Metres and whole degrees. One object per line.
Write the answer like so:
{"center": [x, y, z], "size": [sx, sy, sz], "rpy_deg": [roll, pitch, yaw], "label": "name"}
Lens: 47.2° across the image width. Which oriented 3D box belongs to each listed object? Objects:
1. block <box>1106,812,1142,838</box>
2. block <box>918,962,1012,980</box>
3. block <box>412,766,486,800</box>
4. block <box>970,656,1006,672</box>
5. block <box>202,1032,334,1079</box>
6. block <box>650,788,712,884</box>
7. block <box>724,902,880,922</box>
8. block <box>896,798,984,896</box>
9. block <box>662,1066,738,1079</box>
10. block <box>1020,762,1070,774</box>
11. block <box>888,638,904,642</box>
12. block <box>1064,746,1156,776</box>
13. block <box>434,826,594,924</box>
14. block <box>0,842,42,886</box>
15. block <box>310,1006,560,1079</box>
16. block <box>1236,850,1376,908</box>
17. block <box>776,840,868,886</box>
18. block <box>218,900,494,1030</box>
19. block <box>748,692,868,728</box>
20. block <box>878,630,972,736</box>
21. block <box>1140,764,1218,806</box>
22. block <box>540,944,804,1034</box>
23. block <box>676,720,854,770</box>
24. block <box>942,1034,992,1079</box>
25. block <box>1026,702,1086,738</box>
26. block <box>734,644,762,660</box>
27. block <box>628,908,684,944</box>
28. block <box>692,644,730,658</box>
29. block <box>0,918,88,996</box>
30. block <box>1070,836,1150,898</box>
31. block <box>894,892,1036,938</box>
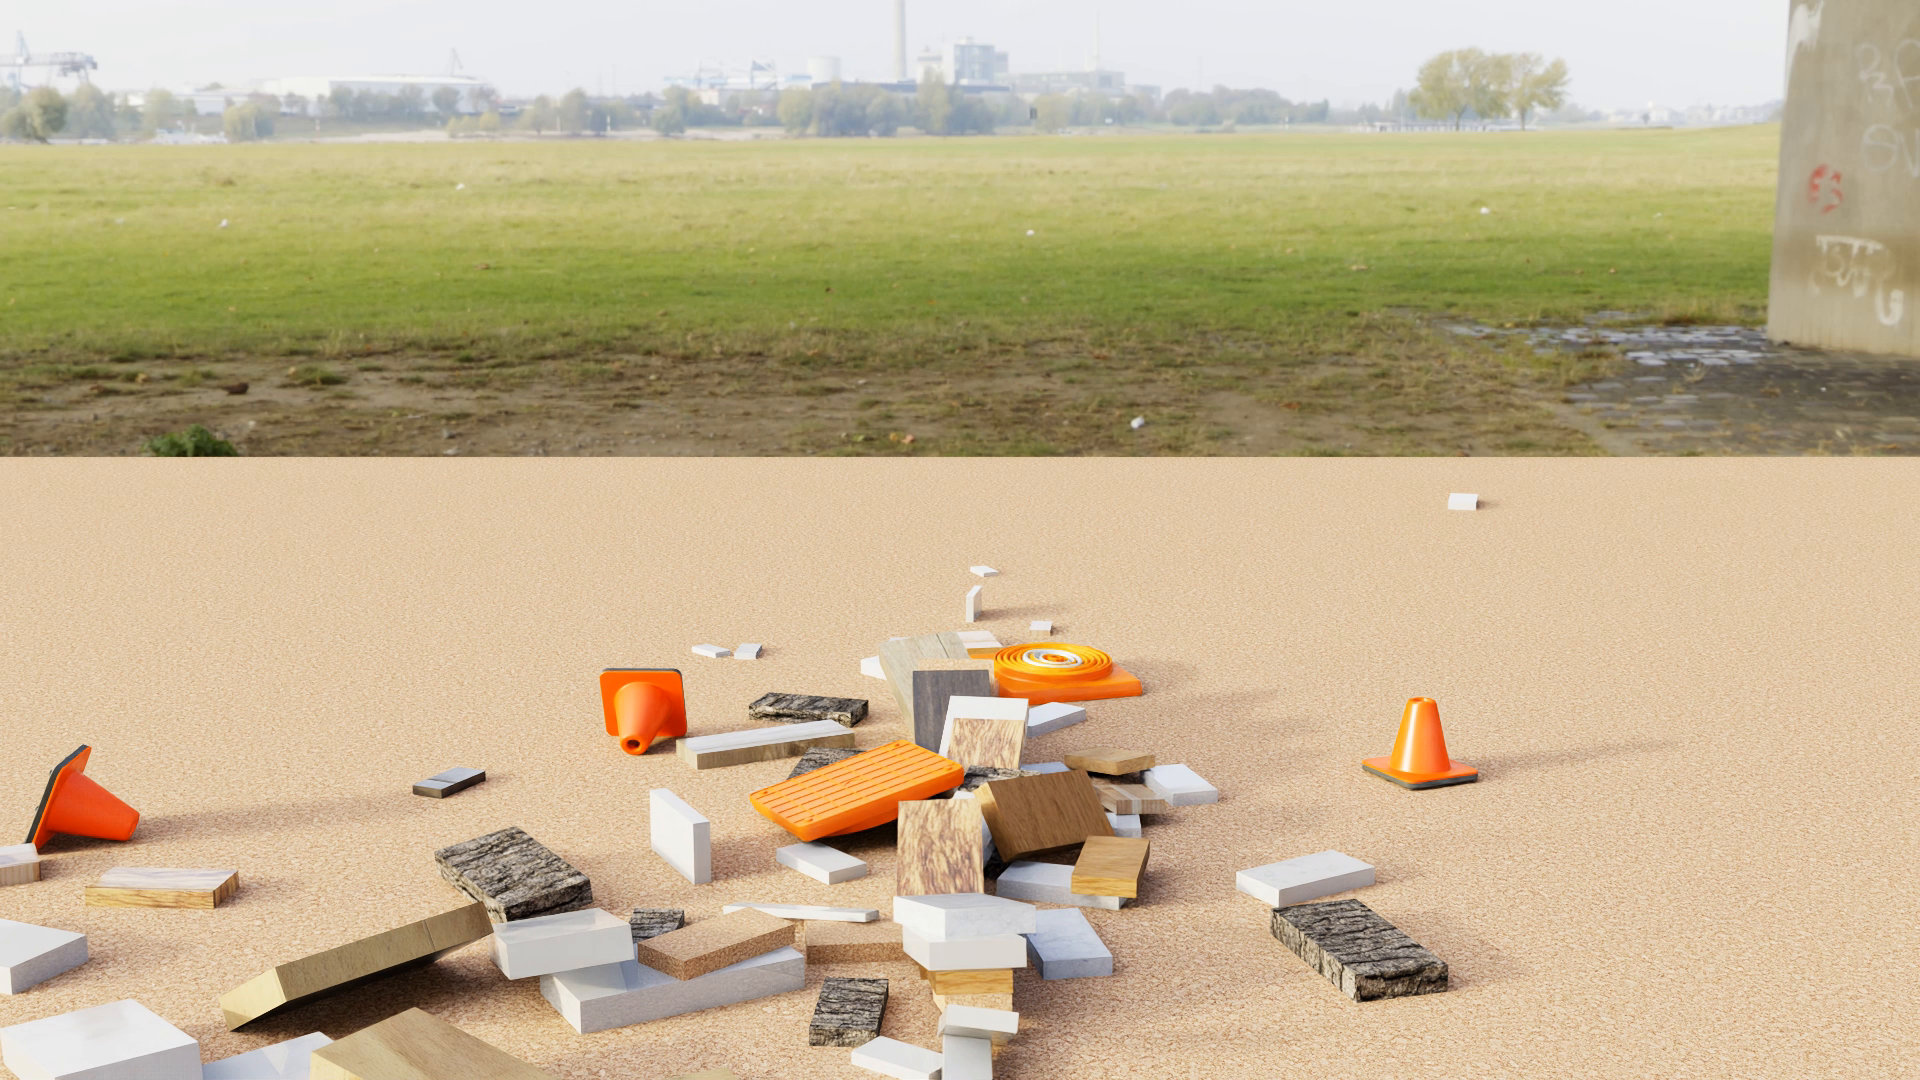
{"center": [0.234, 0.519, 3.979], "size": [0.182, 0.026, 0.091], "rpy_deg": [0, 11, 2], "label": "block"}
{"center": [0.007, 0.643, 3.333], "size": [0.137, 0.019, 0.068], "rpy_deg": [-1, 11, -4], "label": "block"}
{"center": [-0.989, 0.470, 4.262], "size": [0.068, 0.019, 0.137], "rpy_deg": [5, 12, 25], "label": "block"}
{"center": [0.054, 0.295, 5.220], "size": [0.103, 0.015, 0.051], "rpy_deg": [9, 14, 41], "label": "block"}
{"center": [-0.941, 0.724, 2.810], "size": [0.349, 0.049, 0.175], "rpy_deg": [-9, 14, -41], "label": "block"}
{"center": [-0.484, 0.511, 3.802], "size": [0.030, 0.108, 0.215], "rpy_deg": [-5, 12, -27], "label": "block"}
{"center": [-0.255, 0.594, 3.512], "size": [0.262, 0.013, 0.046], "rpy_deg": [-2, -1, 27], "label": "block"}
{"center": [-0.032, 0.523, 3.608], "size": [0.139, 0.039, 0.278], "rpy_deg": [-3, 29, 1], "label": "block"}
{"center": [-0.357, 0.725, 2.891], "size": [0.130, 0.018, 0.065], "rpy_deg": [-5, 12, -25], "label": "block"}
{"center": [0.182, 0.469, 4.250], "size": [0.091, 0.026, 0.182], "rpy_deg": [-3, 11, -17], "label": "block"}
{"center": [-0.134, 0.269, 5.328], "size": [0.089, 0.025, 0.178], "rpy_deg": [1, 11, 5], "label": "block"}
{"center": [0.294, 0.436, 4.343], "size": [0.091, 0.026, 0.182], "rpy_deg": [-8, 4, -31], "label": "block"}
{"center": [-0.743, 0.558, 3.645], "size": [0.149, 0.042, 0.298], "rpy_deg": [-16, 19, -32], "label": "block"}
{"center": [-1.702, 0.564, 3.721], "size": [0.263, 0.033, 0.117], "rpy_deg": [-5, 12, -27], "label": "block"}
{"center": [-0.621, 0.705, 2.769], "size": [0.379, 0.049, 0.174], "rpy_deg": [16, 17, 31], "label": "block"}
{"center": [0.582, 0.569, 3.702], "size": [0.213, 0.030, 0.107], "rpy_deg": [-7, 12, -32], "label": "block"}
{"center": [-0.239, 0.555, 3.793], "size": [0.079, 0.022, 0.158], "rpy_deg": [-8, 13, -38], "label": "block"}
{"center": [-0.870, 0.615, 3.184], "size": [0.175, 0.049, 0.349], "rpy_deg": [-30, -12, 41], "label": "block"}
{"center": [-0.328, 0.368, 4.771], "size": [0.233, 0.033, 0.117], "rpy_deg": [3, 11, 17], "label": "block"}
{"center": [-0.047, 0.301, 4.526], "size": [0.171, 0.048, 0.341], "rpy_deg": [-9, 28, -12], "label": "block"}
{"center": [0.420, 0.472, 4.236], "size": [0.091, 0.026, 0.182], "rpy_deg": [-3, 11, -16], "label": "block"}
{"center": [-0.425, 0.643, 3.249], "size": [0.348, 0.049, 0.174], "rpy_deg": [-6, 12, -29], "label": "block"}
{"center": [-0.397, 0.418, 4.504], "size": [0.345, 0.033, 0.117], "rpy_deg": [-5, 12, -27], "label": "block"}
{"center": [0.010, 0.724, 2.834], "size": [0.065, 0.018, 0.343], "rpy_deg": [8, 13, -2], "label": "block"}
{"center": [0.177, 0.384, 4.708], "size": [0.089, 0.025, 0.191], "rpy_deg": [9, 14, 39], "label": "block"}
{"center": [-0.514, 0.271, 5.348], "size": [0.051, 0.015, 0.103], "rpy_deg": [1, 11, 4], "label": "block"}
{"center": [-0.484, 0.618, 3.458], "size": [0.079, 0.022, 0.158], "rpy_deg": [0, 11, 1], "label": "block"}
{"center": [-0.606, 0.270, 5.356], "size": [0.046, 0.013, 0.092], "rpy_deg": [-10, 15, -43], "label": "block"}
{"center": [-1.502, 0.626, 3.359], "size": [0.298, 0.042, 0.149], "rpy_deg": [5, 11, 23], "label": "block"}
{"center": [0.253, 0.544, 3.673], "size": [0.107, 0.030, 0.213], "rpy_deg": [2, 11, 11], "label": "block"}
{"center": [0.004, 0.563, 3.313], "size": [0.139, 0.039, 0.278], "rpy_deg": [0, -5, -17], "label": "block"}
